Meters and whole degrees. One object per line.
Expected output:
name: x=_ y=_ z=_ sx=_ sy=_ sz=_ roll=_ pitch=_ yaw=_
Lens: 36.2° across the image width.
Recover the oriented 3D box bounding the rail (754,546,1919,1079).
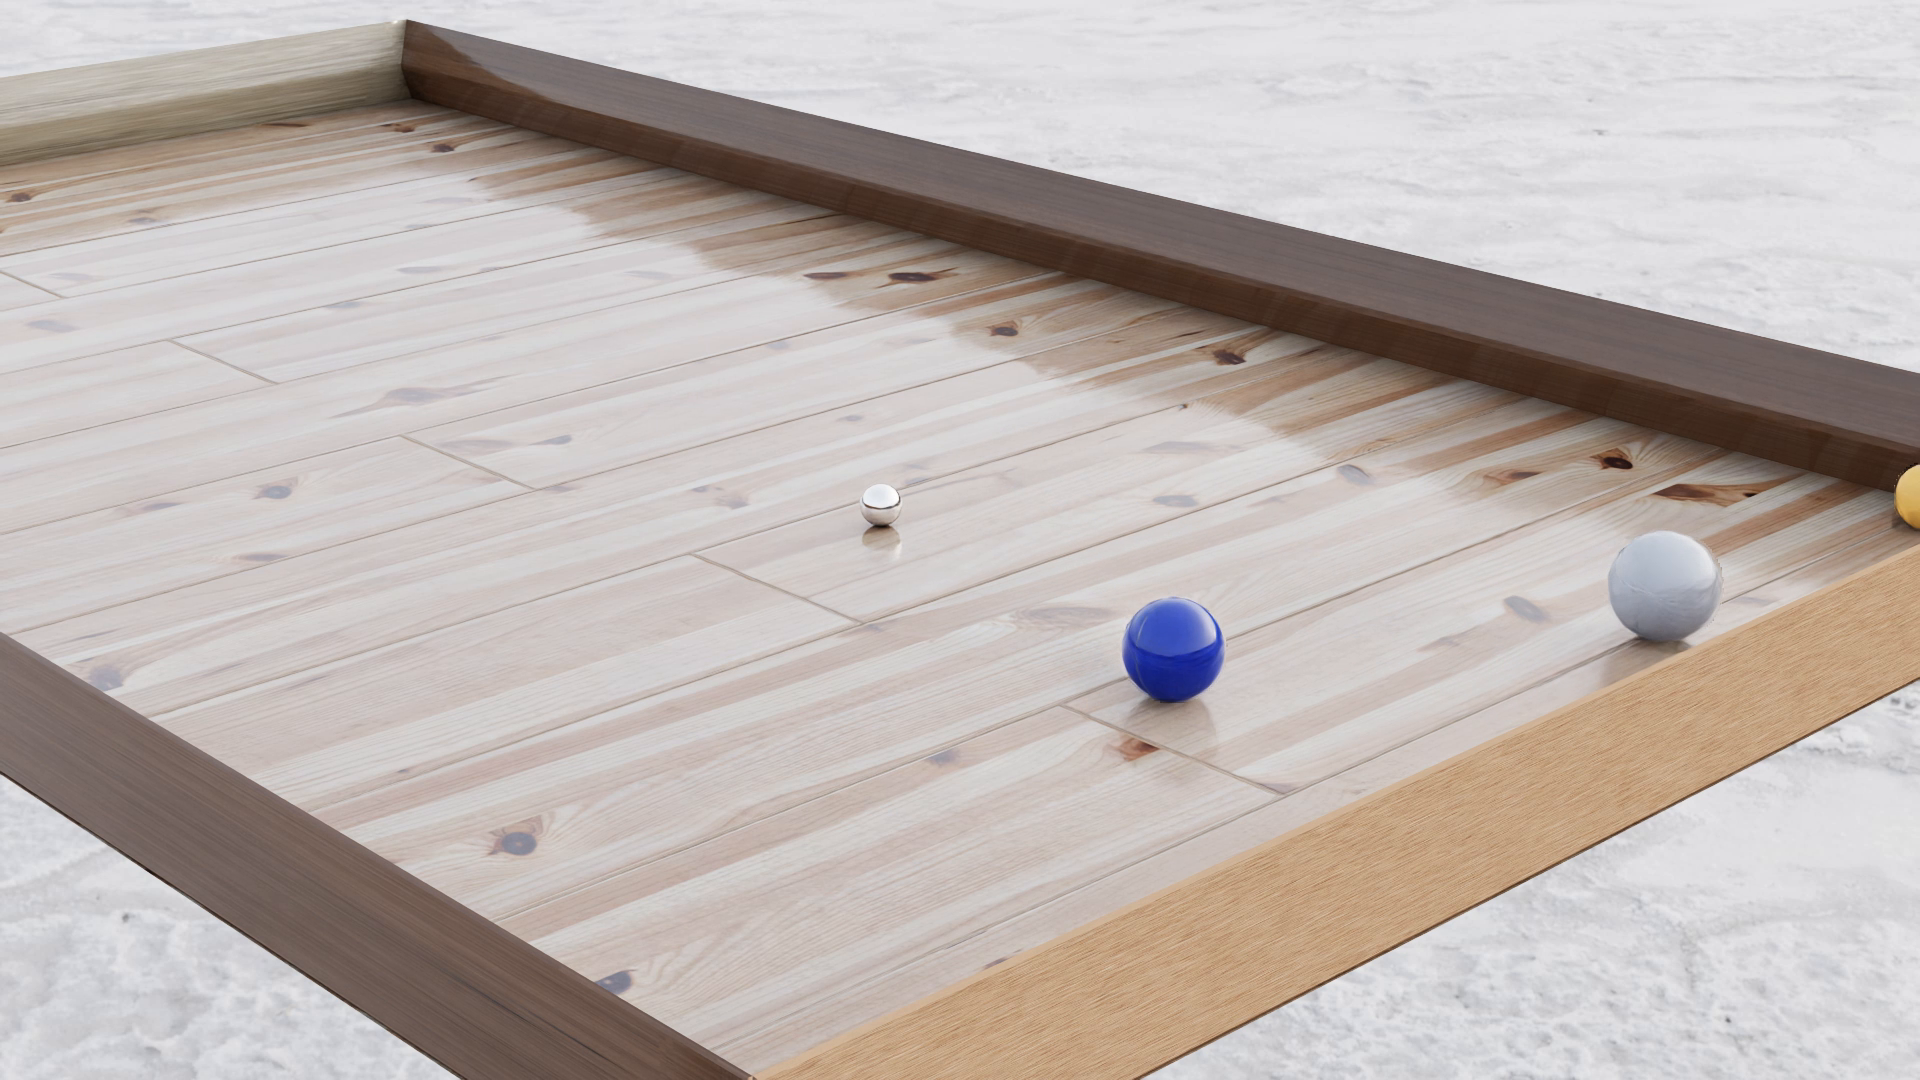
rail: x=0.492 y=0.155 z=2.239 sx=1.714 sy=0.128 sz=0.045 roll=-18 pitch=27 yaw=-40

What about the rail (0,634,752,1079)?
rail: x=-1.116 y=-0.015 z=2.704 sx=0.045 sy=0.128 sz=2.969 roll=-18 pitch=27 yaw=-40

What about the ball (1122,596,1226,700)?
ball: x=0.179 y=0.092 z=2.474 sx=0.087 sy=0.087 sz=0.087 roll=0 pitch=20 yaw=0

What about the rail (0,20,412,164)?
rail: x=-1.508 y=-0.579 z=4.239 sx=1.714 sy=0.128 sz=0.045 roll=-18 pitch=27 yaw=-40

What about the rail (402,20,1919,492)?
rail: x=0.100 y=-0.408 z=3.775 sx=0.045 sy=0.128 sz=2.969 roll=-18 pitch=27 yaw=-40

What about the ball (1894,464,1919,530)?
ball: x=0.947 y=-0.042 z=2.867 sx=0.068 sy=0.068 sz=0.068 roll=0 pitch=20 yaw=0

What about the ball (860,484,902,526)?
ball: x=-0.077 y=-0.034 z=2.883 sx=0.042 sy=0.042 sz=0.042 roll=0 pitch=20 yaw=0

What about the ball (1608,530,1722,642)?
ball: x=0.622 y=0.041 z=2.597 sx=0.098 sy=0.098 sz=0.098 roll=0 pitch=20 yaw=0
